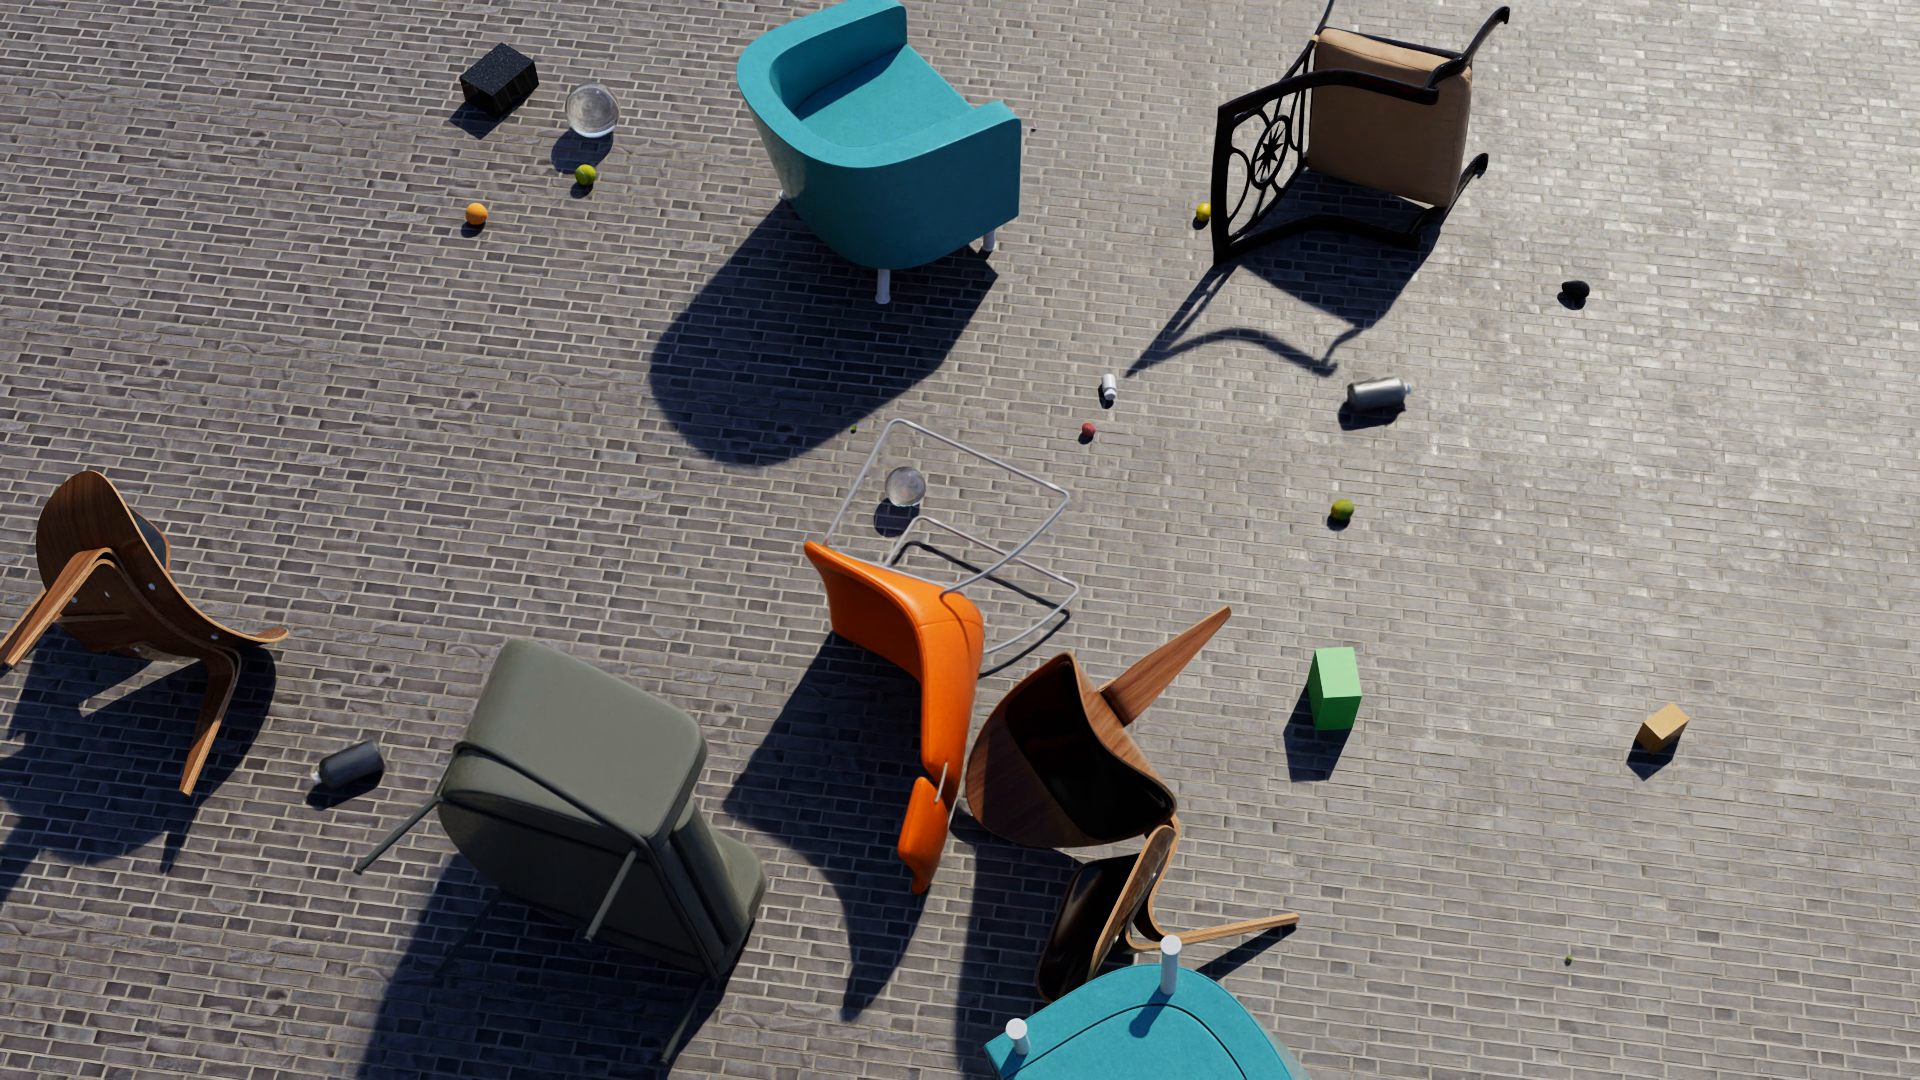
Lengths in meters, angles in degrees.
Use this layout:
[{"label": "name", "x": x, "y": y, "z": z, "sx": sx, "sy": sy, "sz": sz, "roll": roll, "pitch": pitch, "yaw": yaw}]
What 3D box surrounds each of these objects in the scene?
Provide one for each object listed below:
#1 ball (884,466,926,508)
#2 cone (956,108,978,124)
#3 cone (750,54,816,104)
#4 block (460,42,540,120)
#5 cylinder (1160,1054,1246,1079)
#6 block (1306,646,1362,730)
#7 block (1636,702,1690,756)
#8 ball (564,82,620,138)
[{"label": "ball", "x": -0.164, "y": -0.159, "z": 6.604, "sx": 0.127, "sy": 0.127, "sz": 0.127, "roll": 0, "pitch": 56, "yaw": 0}, {"label": "cone", "x": 0.028, "y": -1.441, "z": 7.523, "sx": 0.084, "sy": 0.076, "sz": 0.047, "roll": -20, "pitch": 98, "yaw": -26}, {"label": "cone", "x": -0.613, "y": -1.620, "z": 7.574, "sx": 0.229, "sy": 0.143, "sz": 0.190, "roll": -11, "pitch": 57, "yaw": -7}, {"label": "block", "x": -1.584, "y": -1.581, "z": 7.568, "sx": 0.153, "sy": 0.111, "sz": 0.209, "roll": 31, "pitch": 62, "yaw": 19}, {"label": "cylinder", "x": 0.590, "y": 1.479, "z": 5.466, "sx": 0.289, "sy": 0.191, "sz": 0.308, "roll": 21, "pitch": 58, "yaw": 22}, {"label": "block", "x": 1.051, "y": 0.419, "z": 6.180, "sx": 0.106, "sy": 0.188, "sz": 0.158, "roll": -3, "pitch": 56, "yaw": -2}, {"label": "block", "x": 1.969, "y": 0.529, "z": 6.163, "sx": 0.111, "sy": 0.094, "sz": 0.069, "roll": -31, "pitch": 61, "yaw": -19}, {"label": "ball", "x": -1.242, "y": -1.454, "z": 7.436, "sx": 0.188, "sy": 0.188, "sz": 0.188, "roll": 0, "pitch": 56, "yaw": 0}]
